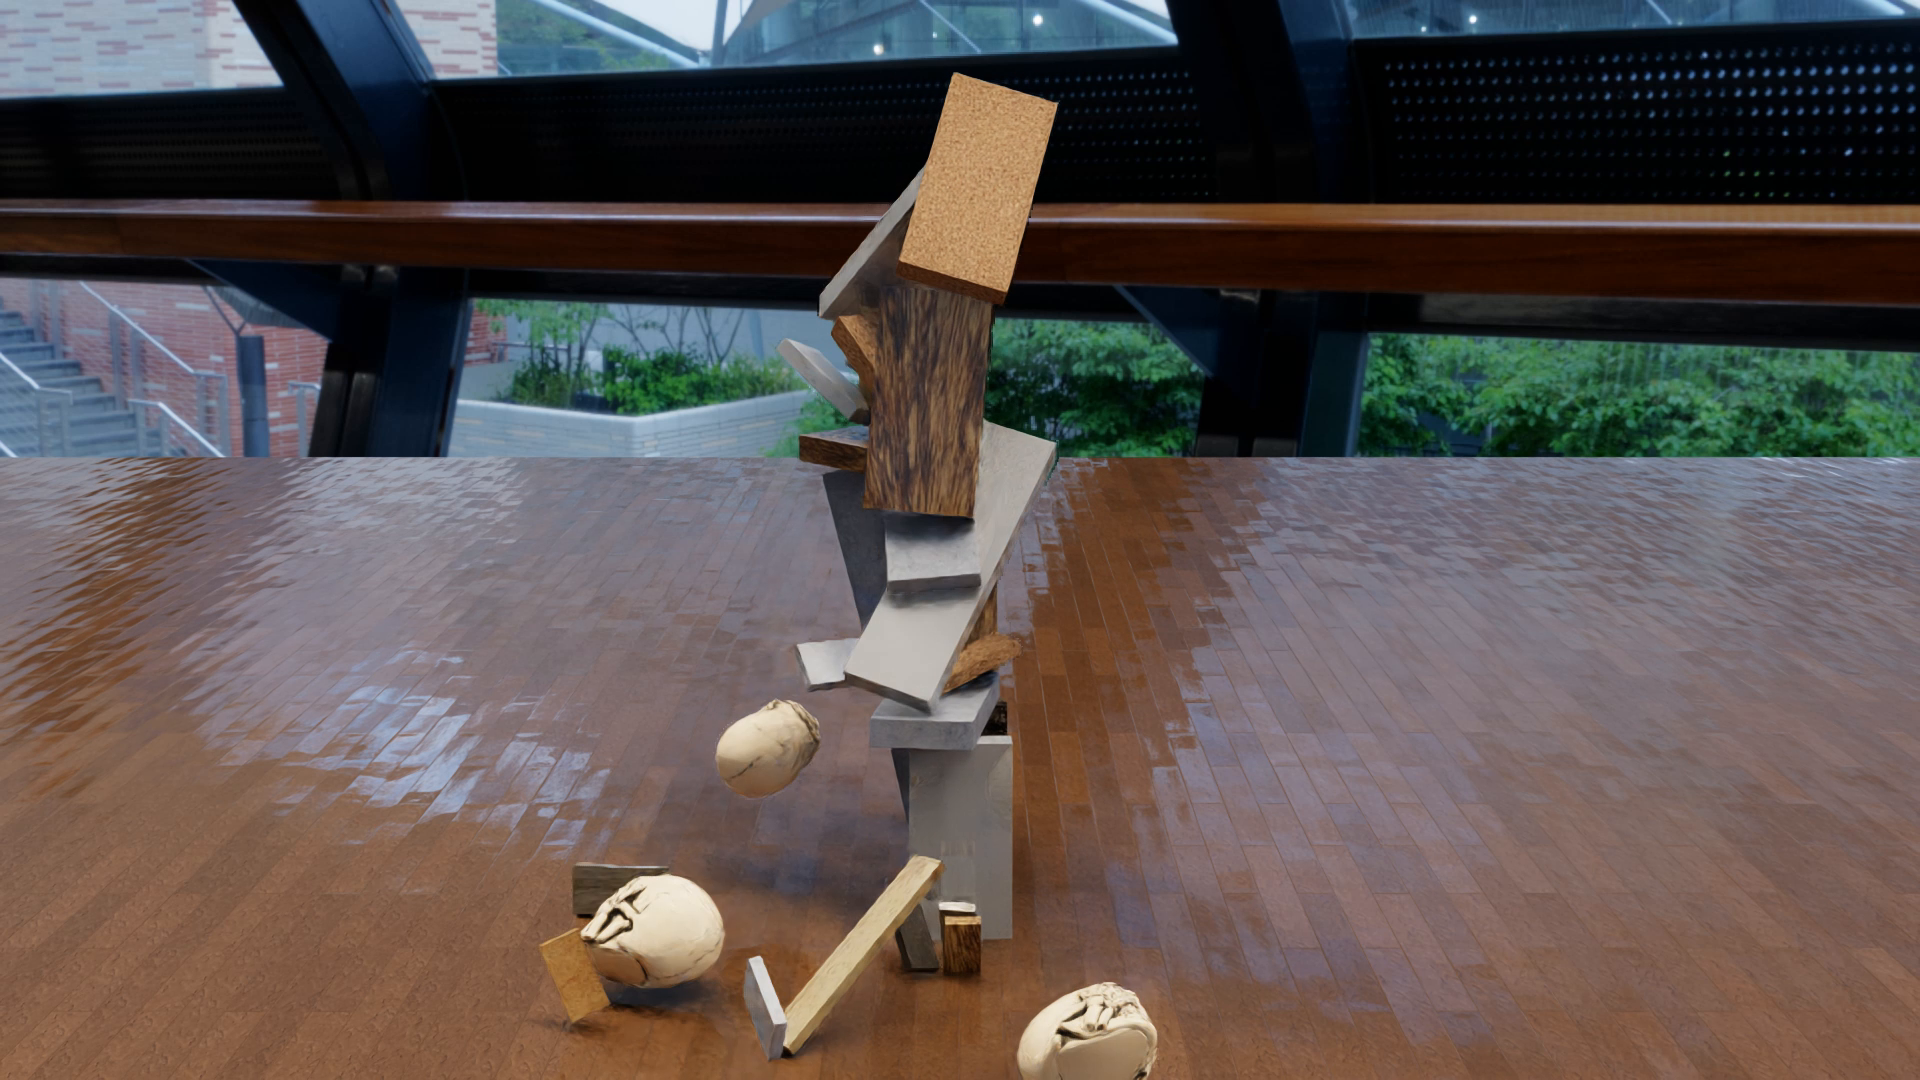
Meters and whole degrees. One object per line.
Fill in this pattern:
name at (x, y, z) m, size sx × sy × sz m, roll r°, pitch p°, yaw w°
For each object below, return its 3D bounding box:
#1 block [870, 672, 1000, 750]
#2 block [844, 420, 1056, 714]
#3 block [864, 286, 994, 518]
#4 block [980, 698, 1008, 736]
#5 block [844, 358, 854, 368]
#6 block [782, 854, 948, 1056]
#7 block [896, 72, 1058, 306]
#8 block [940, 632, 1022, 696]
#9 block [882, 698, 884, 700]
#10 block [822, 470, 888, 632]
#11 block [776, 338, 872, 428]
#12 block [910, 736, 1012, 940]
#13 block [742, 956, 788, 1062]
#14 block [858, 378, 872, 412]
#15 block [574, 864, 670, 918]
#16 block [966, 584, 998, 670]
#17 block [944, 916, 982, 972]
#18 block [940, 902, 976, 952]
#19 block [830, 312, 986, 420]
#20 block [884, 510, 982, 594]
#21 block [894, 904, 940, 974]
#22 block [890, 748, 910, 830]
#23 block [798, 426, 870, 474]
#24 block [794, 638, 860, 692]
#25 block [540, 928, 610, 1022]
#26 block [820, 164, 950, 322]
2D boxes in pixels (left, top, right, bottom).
block at (-0.036, 0.269, 3.521) m, size 0.160 × 0.045 × 0.319 m, roll 1°, pitch 11°, yaw 8°
block at (-0.010, 0.033, 3.521) m, size 0.145 × 0.041 × 0.518 m, roll 18°, pitch 60°, yaw 15°
block at (-0.049, -0.217, 3.456) m, size 0.174 × 0.347 × 0.049 m, roll 5°, pitch 3°, yaw 4°
block at (-0.002, 0.427, 3.669) m, size 0.160 × 0.319 × 0.045 m, roll -2°, pitch 11°, yaw -6°
block at (-0.152, -0.371, 4.002) m, size 0.102 × 0.029 × 0.204 m, roll 21°, pitch 39°, yaw -16°
block at (-0.147, 0.584, 3.120) m, size 0.058 × 0.017 × 0.357 m, roll 5°, pitch 43°, yaw 47°
block at (0.028, -0.552, 3.445) m, size 0.174 × 0.347 × 0.049 m, roll 16°, pitch -21°, yaw -3°
block at (0.013, 0.199, 3.563) m, size 0.157 × 0.022 × 0.078 m, roll -27°, pitch 21°, yaw -21°
block at (-0.070, 0.243, 3.834) m, size 0.140 × 0.040 × 0.281 m, roll -15°, pitch 10°, yaw -3°
block at (-0.121, 0.040, 3.877) m, size 0.158 × 0.360 × 0.045 m, roll -15°, pitch -6°, yaw -3°
block at (-0.225, -0.273, 3.855) m, size 0.204 × 0.029 × 0.102 m, roll 44°, pitch 14°, yaw 26°
block at (0.001, 0.468, 3.451) m, size 0.160 × 0.320 × 0.045 m, roll 0°, pitch 11°, yaw -1°
block at (-0.234, 0.560, 2.630) m, size 0.017 × 0.059 × 0.117 m, roll -2°, pitch 32°, yaw -22°
block at (-0.106, -0.235, 3.827) m, size 0.102 × 0.029 × 0.204 m, roll 9°, pitch 23°, yaw -19°
block at (-0.547, 0.566, 3.551) m, size 0.157 × 0.078 × 0.022 m, roll -1°, pitch 0°, yaw 14°
block at (-0.018, 0.059, 3.659) m, size 0.158 × 0.316 × 0.045 m, roll -1°, pitch -5°, yaw -1°
block at (0.003, 0.607, 3.298) m, size 0.054 × 0.109 × 0.015 m, roll 0°, pitch 40°, yaw -1°
block at (-0.001, 0.595, 3.364) m, size 0.054 × 0.109 × 0.015 m, roll 1°, pitch 42°, yaw 6°
block at (-0.086, -0.273, 3.741) m, size 0.145 × 0.041 × 0.291 m, roll -10°, pitch 53°, yaw -37°
block at (-0.050, -0.057, 3.523) m, size 0.145 × 0.291 × 0.041 m, roll -5°, pitch -30°, yaw 0°
block at (-0.070, 0.601, 3.319) m, size 0.054 × 0.015 × 0.109 m, roll 10°, pitch 46°, yaw -37°
block at (-0.032, 0.418, 3.764) m, size 0.140 × 0.281 × 0.040 m, roll -12°, pitch 12°, yaw 1°
block at (-0.115, -0.148, 3.763) m, size 0.158 × 0.045 × 0.316 m, roll -12°, pitch 17°, yaw -41°
block at (-0.185, 0.200, 3.570) m, size 0.157 × 0.022 × 0.078 m, roll -5°, pitch 55°, yaw -28°
block at (-0.544, 0.614, 3.105) m, size 0.059 × 0.117 × 0.017 m, roll -23°, pitch 6°, yaw -14°
block at (-0.069, -0.485, 3.731) m, size 0.174 × 0.049 × 0.446 m, roll 12°, pitch -29°, yaw -24°
